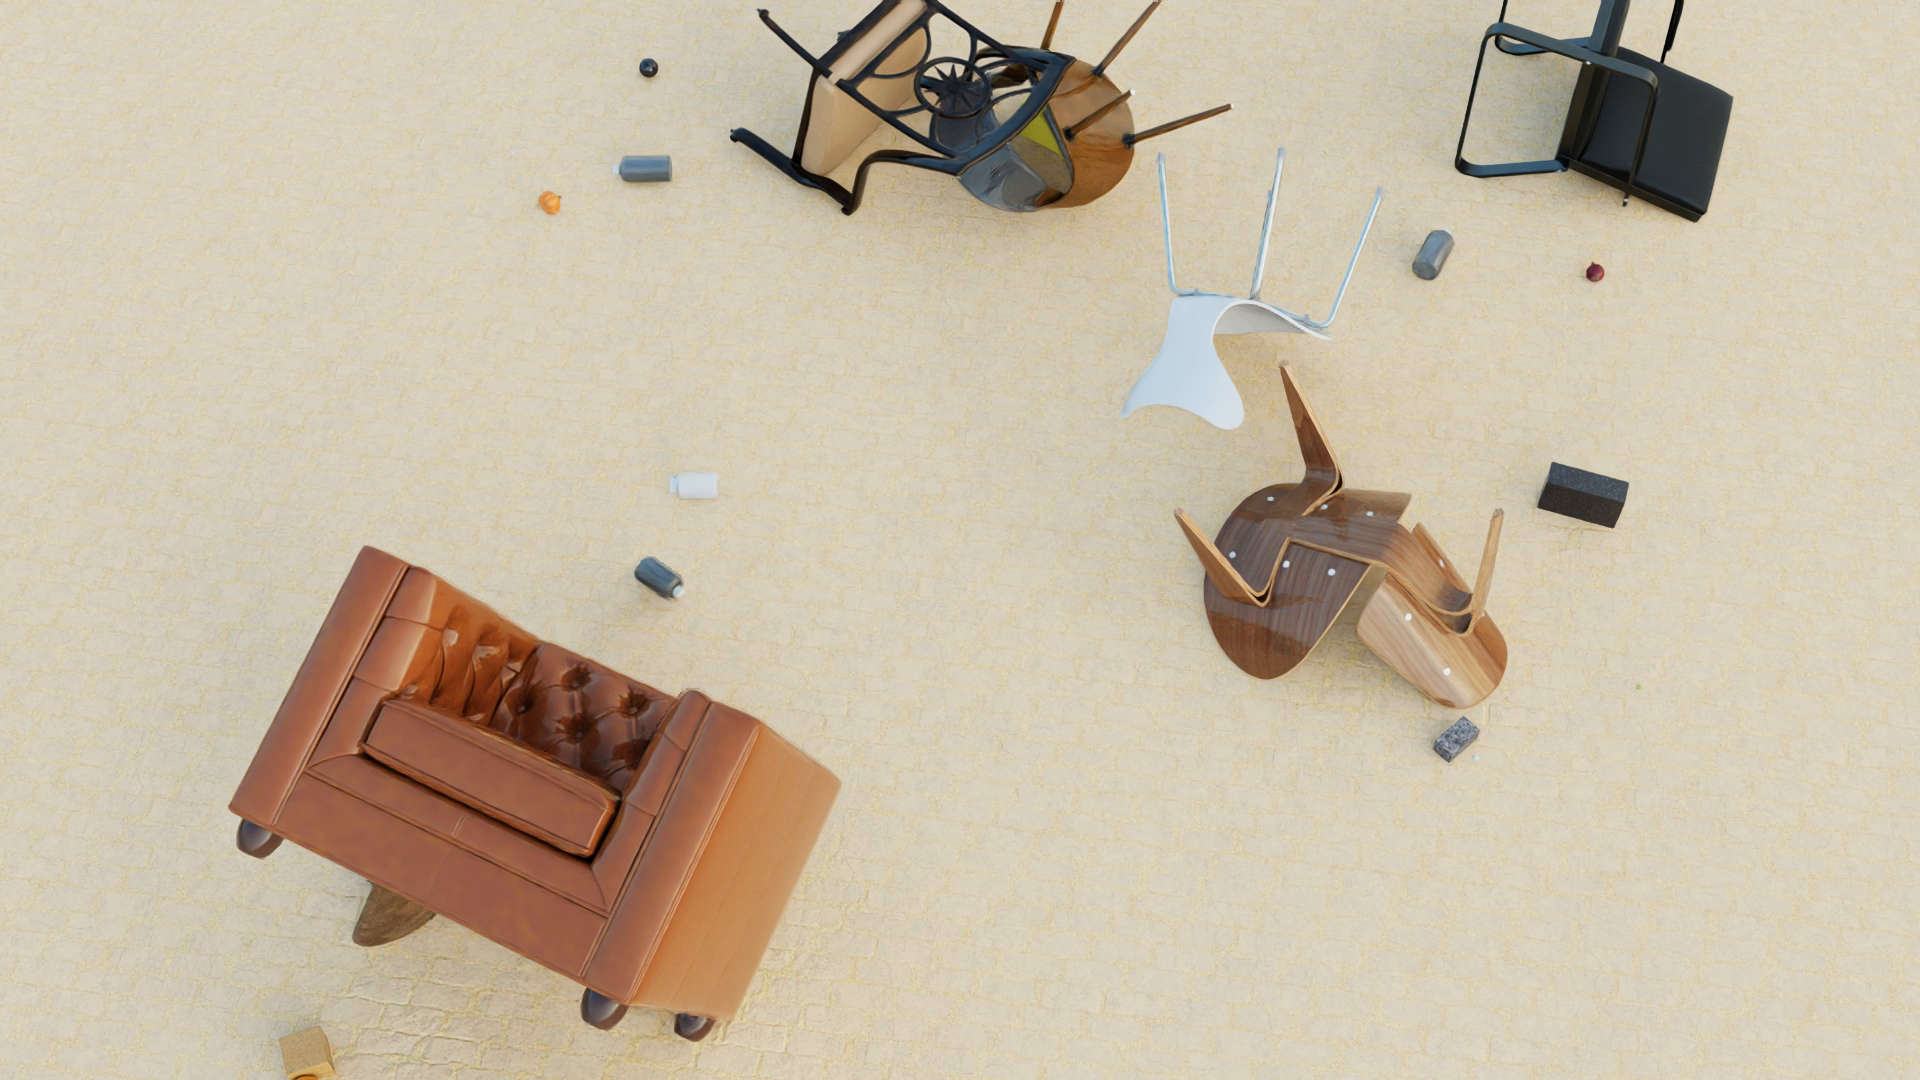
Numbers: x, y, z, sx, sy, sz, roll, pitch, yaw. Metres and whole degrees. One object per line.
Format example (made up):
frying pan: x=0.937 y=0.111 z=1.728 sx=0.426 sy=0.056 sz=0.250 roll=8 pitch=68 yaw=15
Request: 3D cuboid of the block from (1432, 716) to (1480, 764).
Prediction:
block: x=1.392 y=0.560 z=6.167 sx=0.118 sy=0.051 sz=0.062 roll=-36 pitch=63 yaw=-22

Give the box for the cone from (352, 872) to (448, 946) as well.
cone: x=-1.501 y=0.933 z=5.789 sx=0.275 sy=0.265 sz=0.125 roll=-28 pitch=61 yaw=-17

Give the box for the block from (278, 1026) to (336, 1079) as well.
block: x=-1.673 y=1.322 z=5.635 sx=0.105 sy=0.085 sz=0.103 roll=-17 pitch=58 yaw=-11

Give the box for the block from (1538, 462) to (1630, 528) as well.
block: x=1.865 y=-0.134 z=6.582 sx=0.232 sy=0.135 sz=0.080 roll=16 pitch=58 yaw=11

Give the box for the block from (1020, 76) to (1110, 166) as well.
block: x=0.352 y=-1.420 z=7.445 sx=0.252 sy=0.136 sz=0.165 roll=32 pitch=62 yaw=20

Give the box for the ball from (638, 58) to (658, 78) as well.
ball: x=-1.081 y=-1.639 z=7.633 sx=0.068 sy=0.068 sz=0.068 roll=0 pitch=56 yaw=0
